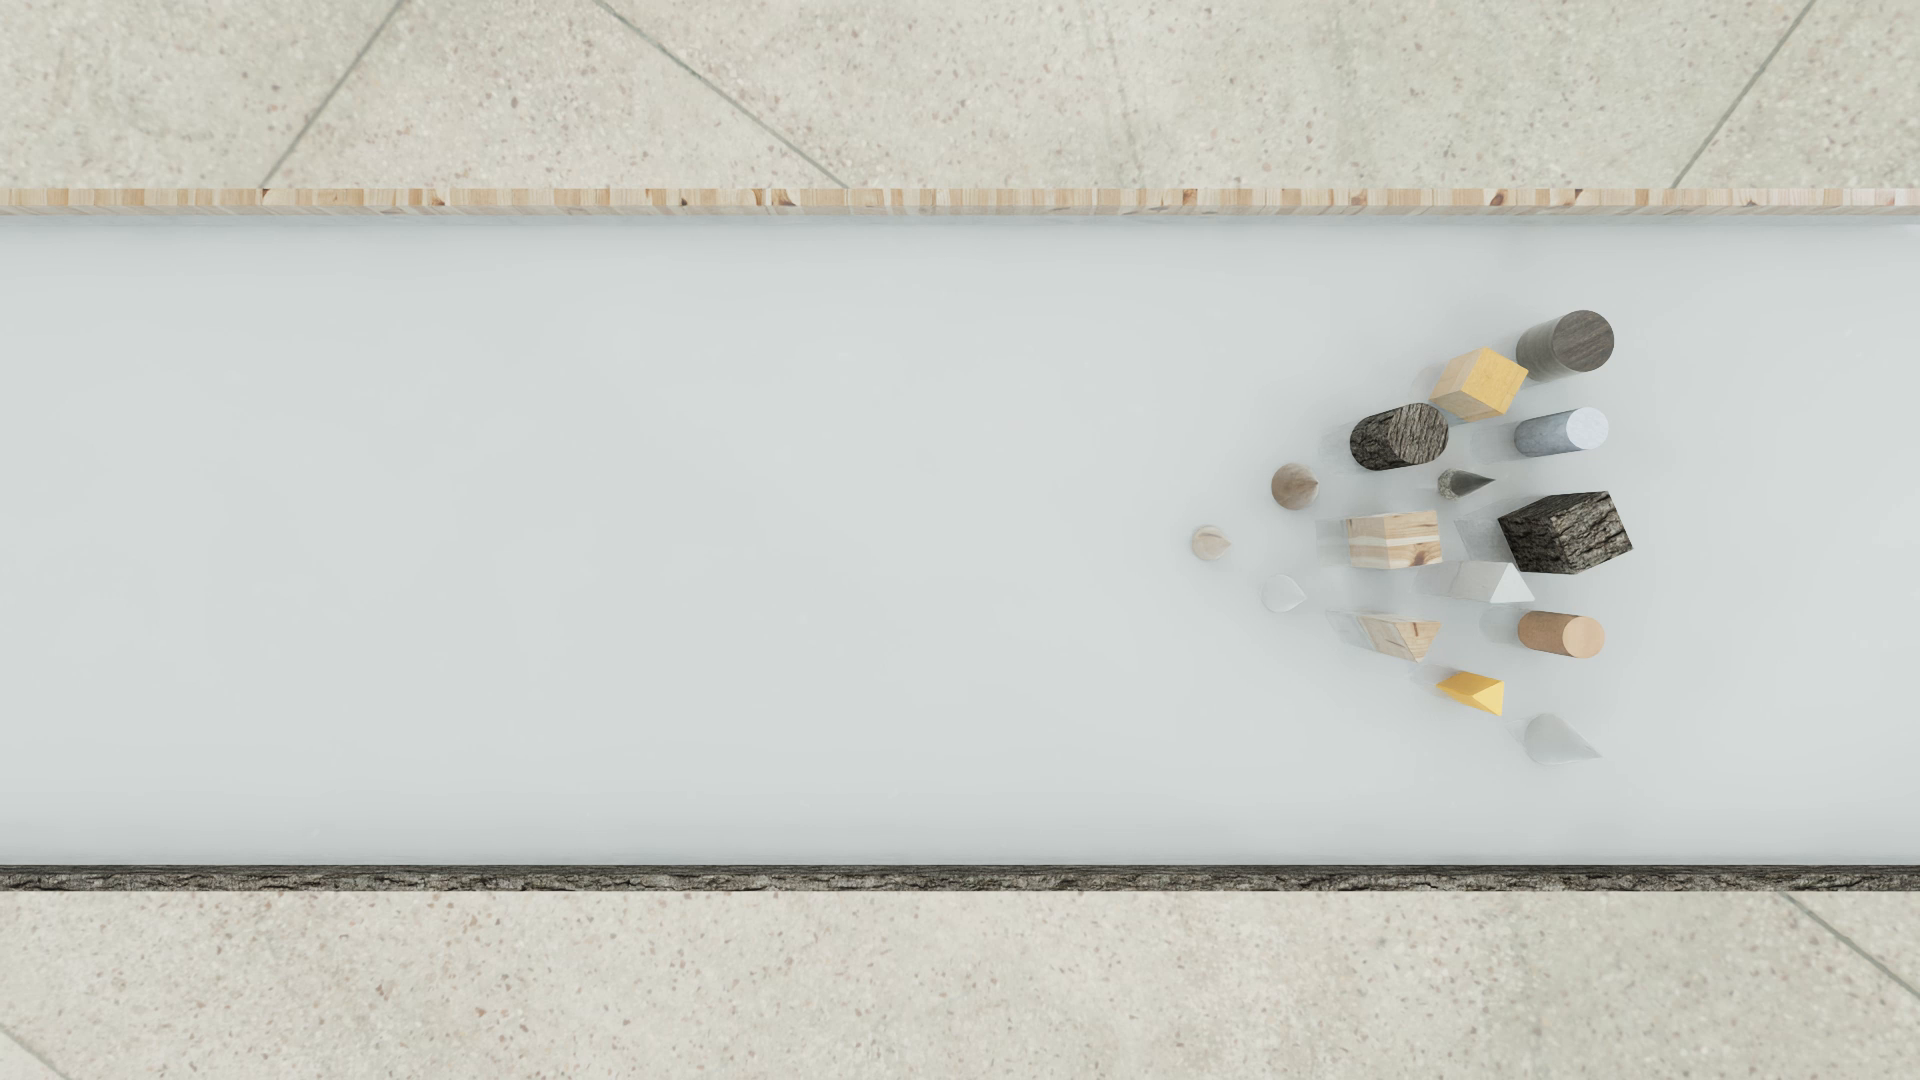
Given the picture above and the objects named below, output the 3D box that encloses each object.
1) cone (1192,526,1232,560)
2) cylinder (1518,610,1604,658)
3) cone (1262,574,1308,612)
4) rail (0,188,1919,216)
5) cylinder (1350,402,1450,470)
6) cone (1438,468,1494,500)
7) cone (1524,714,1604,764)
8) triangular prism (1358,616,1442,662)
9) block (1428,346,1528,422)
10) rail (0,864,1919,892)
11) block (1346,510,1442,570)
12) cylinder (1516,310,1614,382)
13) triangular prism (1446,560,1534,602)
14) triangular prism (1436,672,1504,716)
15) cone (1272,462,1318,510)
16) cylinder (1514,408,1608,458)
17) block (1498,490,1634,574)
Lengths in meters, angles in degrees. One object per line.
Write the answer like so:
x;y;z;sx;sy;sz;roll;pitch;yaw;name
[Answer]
0.768;0.010;4.866;0.109;0.421;0.109;0;90;0;cone
1.776;0.278;4.886;0.121;0.380;0.121;0;90;0;cylinder
0.986;0.165;4.874;0.117;0.405;0.117;0;90;0;cone
-2.247;-1.025;5.002;12.000;0.150;0.050;0;90;0;rail
1.286;-0.299;4.851;0.172;0.451;0.172;0;90;0;cylinder
1.520;-0.171;4.875;0.102;0.402;0.102;0;90;0;cone
1.815;0.613;4.858;0.158;0.436;0.158;0;90;0;cone
1.301;0.261;4.848;0.111;0.457;0.128;-31;90;0;triangular prism
1.538;-0.459;4.910;0.144;0.333;0.144;29;90;0;block
-2.247;1.025;5.001;12.000;0.150;0.050;0;90;0;rail
1.270;-0.001;4.851;0.148;0.451;0.148;-7;90;0;block
1.800;-0.575;4.919;0.180;0.315;0.180;0;90;0;cylinder
1.556;0.118;4.865;0.126;0.423;0.109;-3;90;0;triangular prism
1.530;0.440;4.896;0.098;0.361;0.085;35;90;0;triangular prism
1.031;-0.165;4.910;0.147;0.334;0.147;0;90;0;cone
1.764;-0.314;4.856;0.119;0.441;0.119;0;90;0;cylinder
1.771;-0.020;4.850;0.179;0.453;0.179;-24;90;0;block
